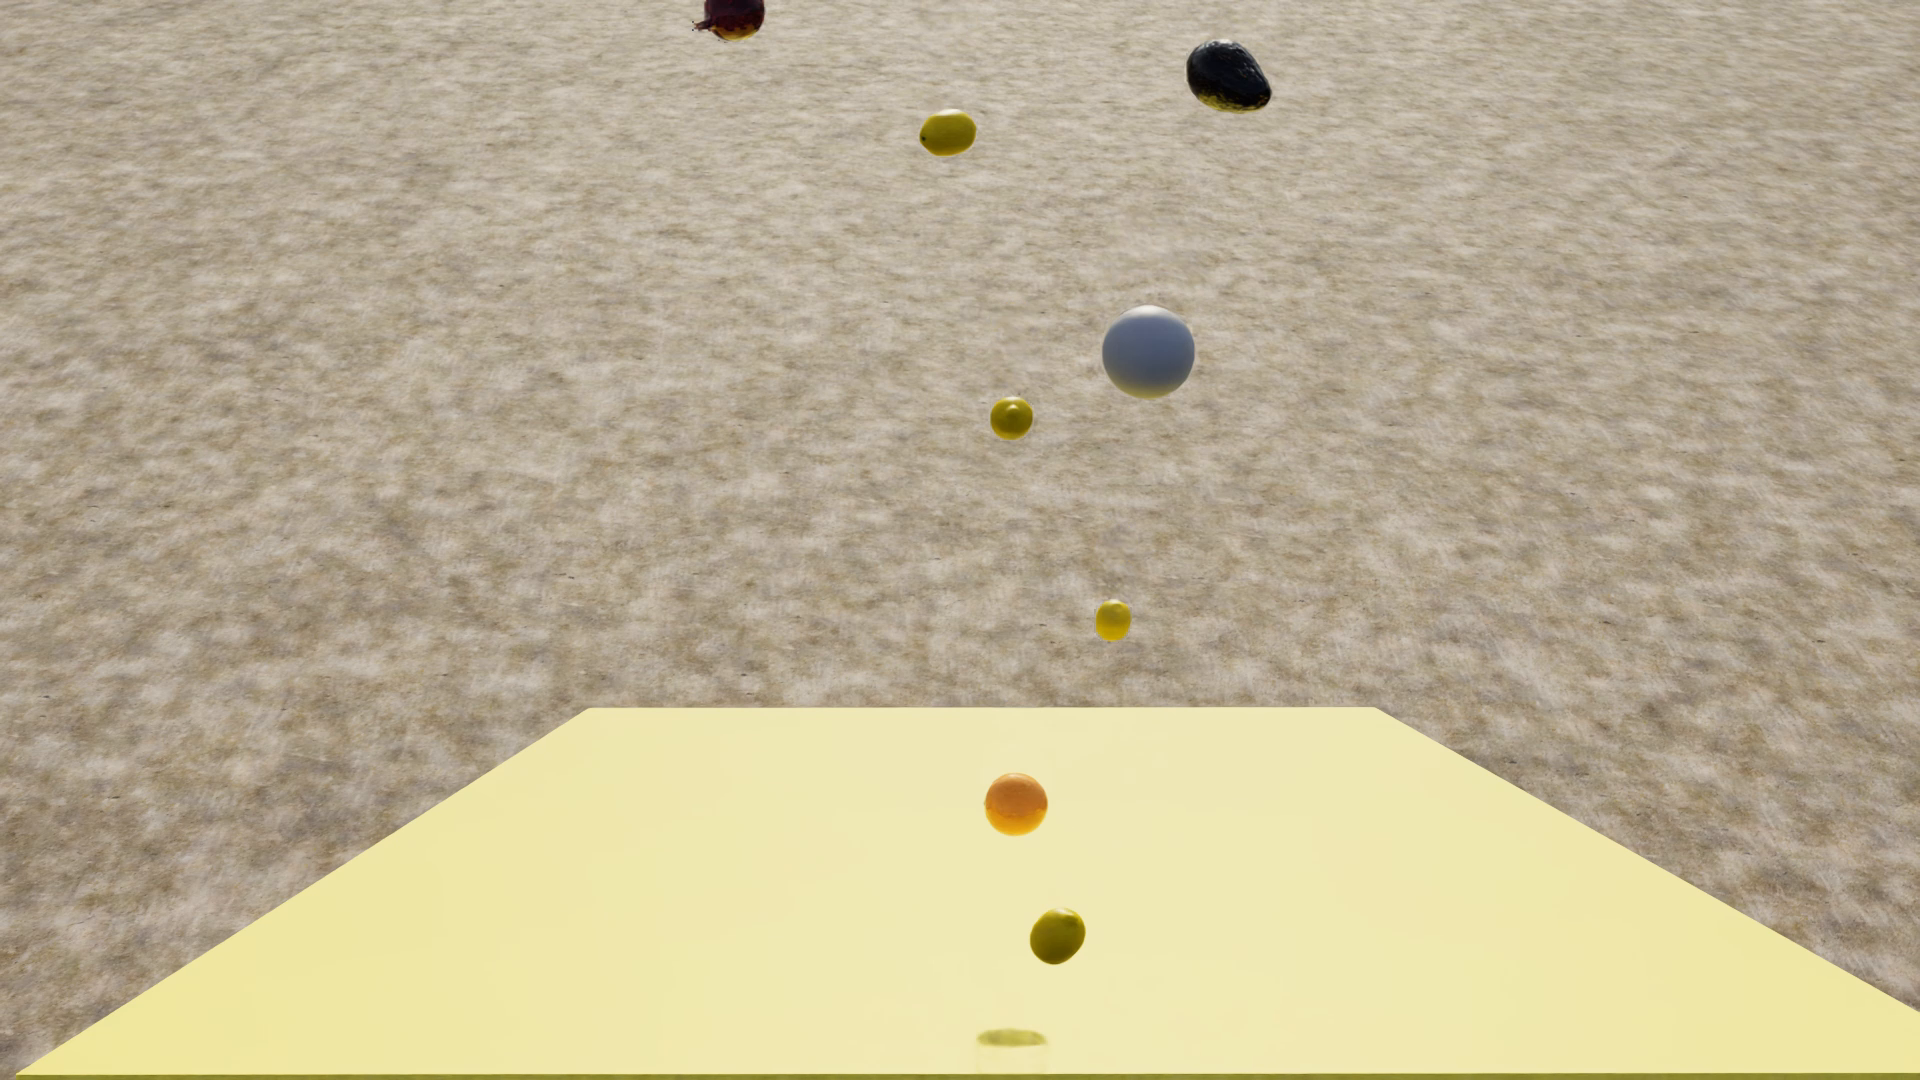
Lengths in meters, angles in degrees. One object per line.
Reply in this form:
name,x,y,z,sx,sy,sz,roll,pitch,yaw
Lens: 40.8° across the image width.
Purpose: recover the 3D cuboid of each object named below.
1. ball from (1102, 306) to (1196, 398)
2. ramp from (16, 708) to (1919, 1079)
ball,0.182,-0.182,2.495,0.090,0.090,0.090,0,26,0
ramp,0.058,0.529,4.566,2.000,0.100,4.000,0,1,0
